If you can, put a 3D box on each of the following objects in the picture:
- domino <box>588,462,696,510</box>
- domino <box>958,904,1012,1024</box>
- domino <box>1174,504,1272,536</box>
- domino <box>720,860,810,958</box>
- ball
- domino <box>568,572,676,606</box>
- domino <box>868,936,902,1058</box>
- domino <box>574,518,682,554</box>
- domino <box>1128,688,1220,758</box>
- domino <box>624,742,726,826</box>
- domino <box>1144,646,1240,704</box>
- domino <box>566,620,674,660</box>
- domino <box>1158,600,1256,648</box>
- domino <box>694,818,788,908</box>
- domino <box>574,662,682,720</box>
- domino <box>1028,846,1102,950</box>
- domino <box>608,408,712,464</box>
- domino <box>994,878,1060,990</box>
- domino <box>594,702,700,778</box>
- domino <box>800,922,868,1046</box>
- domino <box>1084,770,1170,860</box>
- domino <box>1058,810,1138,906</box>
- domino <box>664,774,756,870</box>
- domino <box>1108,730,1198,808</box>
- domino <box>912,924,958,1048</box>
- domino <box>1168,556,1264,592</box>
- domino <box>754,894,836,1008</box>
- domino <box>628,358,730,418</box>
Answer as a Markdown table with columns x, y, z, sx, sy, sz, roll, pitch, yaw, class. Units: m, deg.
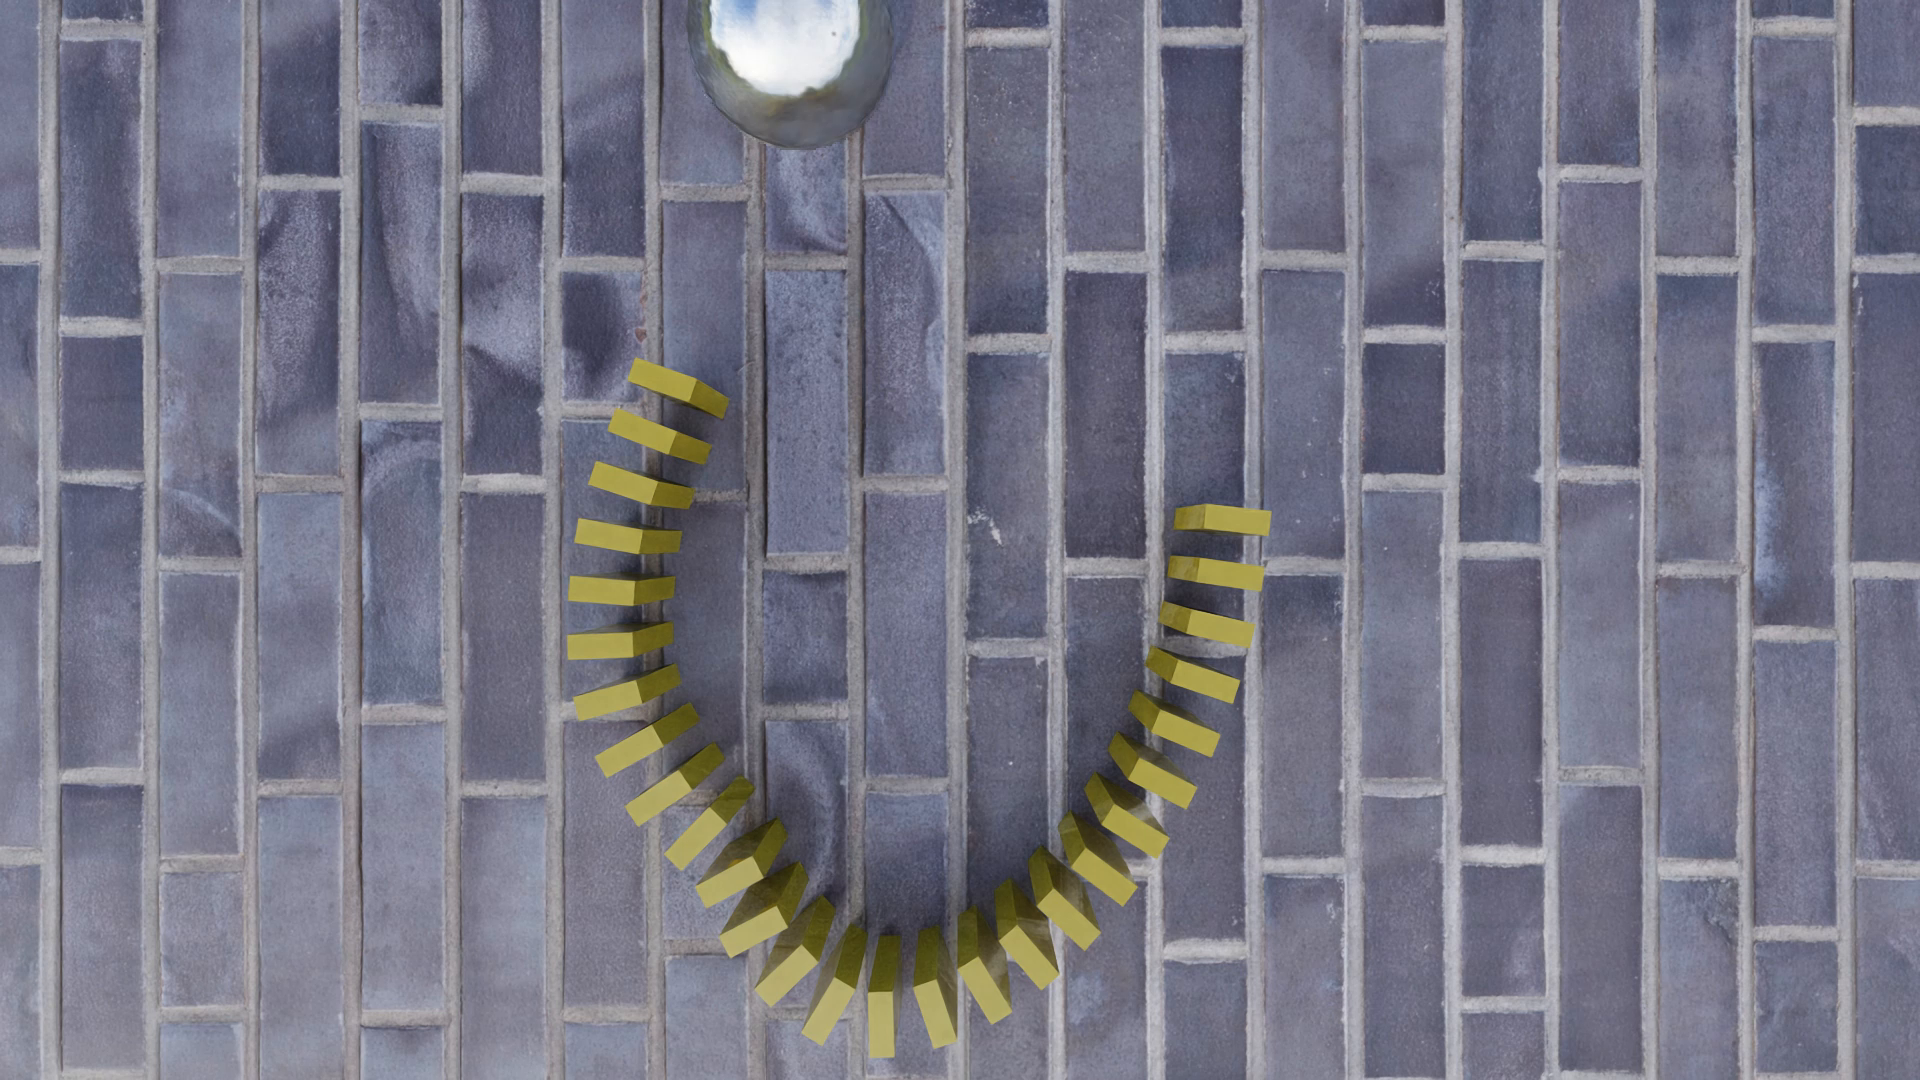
| x | y | z | sx | sy | sz | roll | pitch | yaw | class |
| --- | --- | --- | --- | --- | --- | --- | --- | --- | --- |
| -0.129 | -0.022 | 0.375 | 0.025 | 0.050 | 0.009 | 18 | 90 | 0 | domino |
| 0.010 | 0.172 | 0.375 | 0.010 | 0.050 | 0.025 | -32 | 90 | 0 | domino |
| 0.106 | -0.008 | 0.375 | 0.025 | 0.050 | 0.009 | 7 | 90 | 0 | domino |
| -0.079 | 0.150 | 0.375 | 0.025 | 0.050 | 0.010 | -28 | 90 | 0 | domino |
| -0.066 | -0.197 | 0.360 | 0.080 | 0.080 | 0.080 | 0 | 90 | 0 | ball |
| -0.137 | 0.019 | 0.375 | 0.025 | 0.050 | 0.010 | 5 | 90 | 0 | domino |
| -0.030 | 0.185 | 0.375 | 0.009 | 0.050 | 0.025 | -2 | 90 | 0 | domino |
| -0.134 | -0.001 | 0.375 | 0.025 | 0.050 | 0.009 | 10 | 90 | 0 | domino |
| 0.086 | 0.074 | 0.375 | 0.025 | 0.050 | 0.010 | 23 | 90 | 0 | domino |
| -0.115 | 0.099 | 0.375 | 0.025 | 0.050 | 0.009 | -34 | 90 | 0 | domino |
| 0.094 | 0.054 | 0.375 | 0.025 | 0.050 | 0.009 | 19 | 90 | 0 | domino |
| -0.137 | 0.041 | 0.375 | 0.025 | 0.050 | 0.009 | -2 | 90 | 0 | domino |
| 0.100 | 0.034 | 0.375 | 0.025 | 0.050 | 0.010 | 13 | 90 | 0 | domino |
| -0.088 | 0.131 | 0.375 | 0.025 | 0.050 | 0.009 | -28 | 90 | 0 | domino |
| -0.135 | 0.061 | 0.375 | 0.025 | 0.050 | 0.009 | -15 | 90 | 0 | domino |
| 0.042 | 0.145 | 0.375 | 0.025 | 0.050 | 0.010 | 43 | 90 | 0 | domino |
| -0.121 | -0.042 | 0.375 | 0.025 | 0.050 | 0.009 | 21 | 90 | 0 | domino |
| 0.026 | 0.160 | 0.375 | 0.009 | 0.050 | 0.025 | -41 | 90 | 0 | domino |
| -0.126 | 0.081 | 0.375 | 0.025 | 0.050 | 0.010 | -29 | 90 | 0 | domino |
| -0.050 | 0.180 | 0.375 | 0.010 | 0.050 | 0.025 | 31 | 90 | 0 | domino |
| 0.067 | 0.111 | 0.375 | 0.025 | 0.050 | 0.010 | 32 | 90 | 0 | domino |
| 0.055 | 0.129 | 0.375 | 0.025 | 0.050 | 0.009 | 37 | 90 | 0 | domino |
| -0.101 | 0.114 | 0.375 | 0.009 | 0.050 | 0.025 | 44 | 90 | 0 | domino |
| 0.077 | 0.093 | 0.375 | 0.025 | 0.050 | 0.009 | 27 | 90 | 0 | domino |
| -0.010 | 0.181 | 0.375 | 0.009 | 0.050 | 0.025 | -19 | 90 | 0 | domino |
| 0.103 | 0.013 | 0.375 | 0.025 | 0.050 | 0.009 | 8 | 90 | 0 | domino |
| -0.066 | 0.167 | 0.375 | 0.025 | 0.050 | 0.009 | -43 | 90 | 0 | domino |
| -0.114 | -0.061 | 0.375 | 0.025 | 0.050 | 0.010 | 19 | 90 | 0 | domino |
